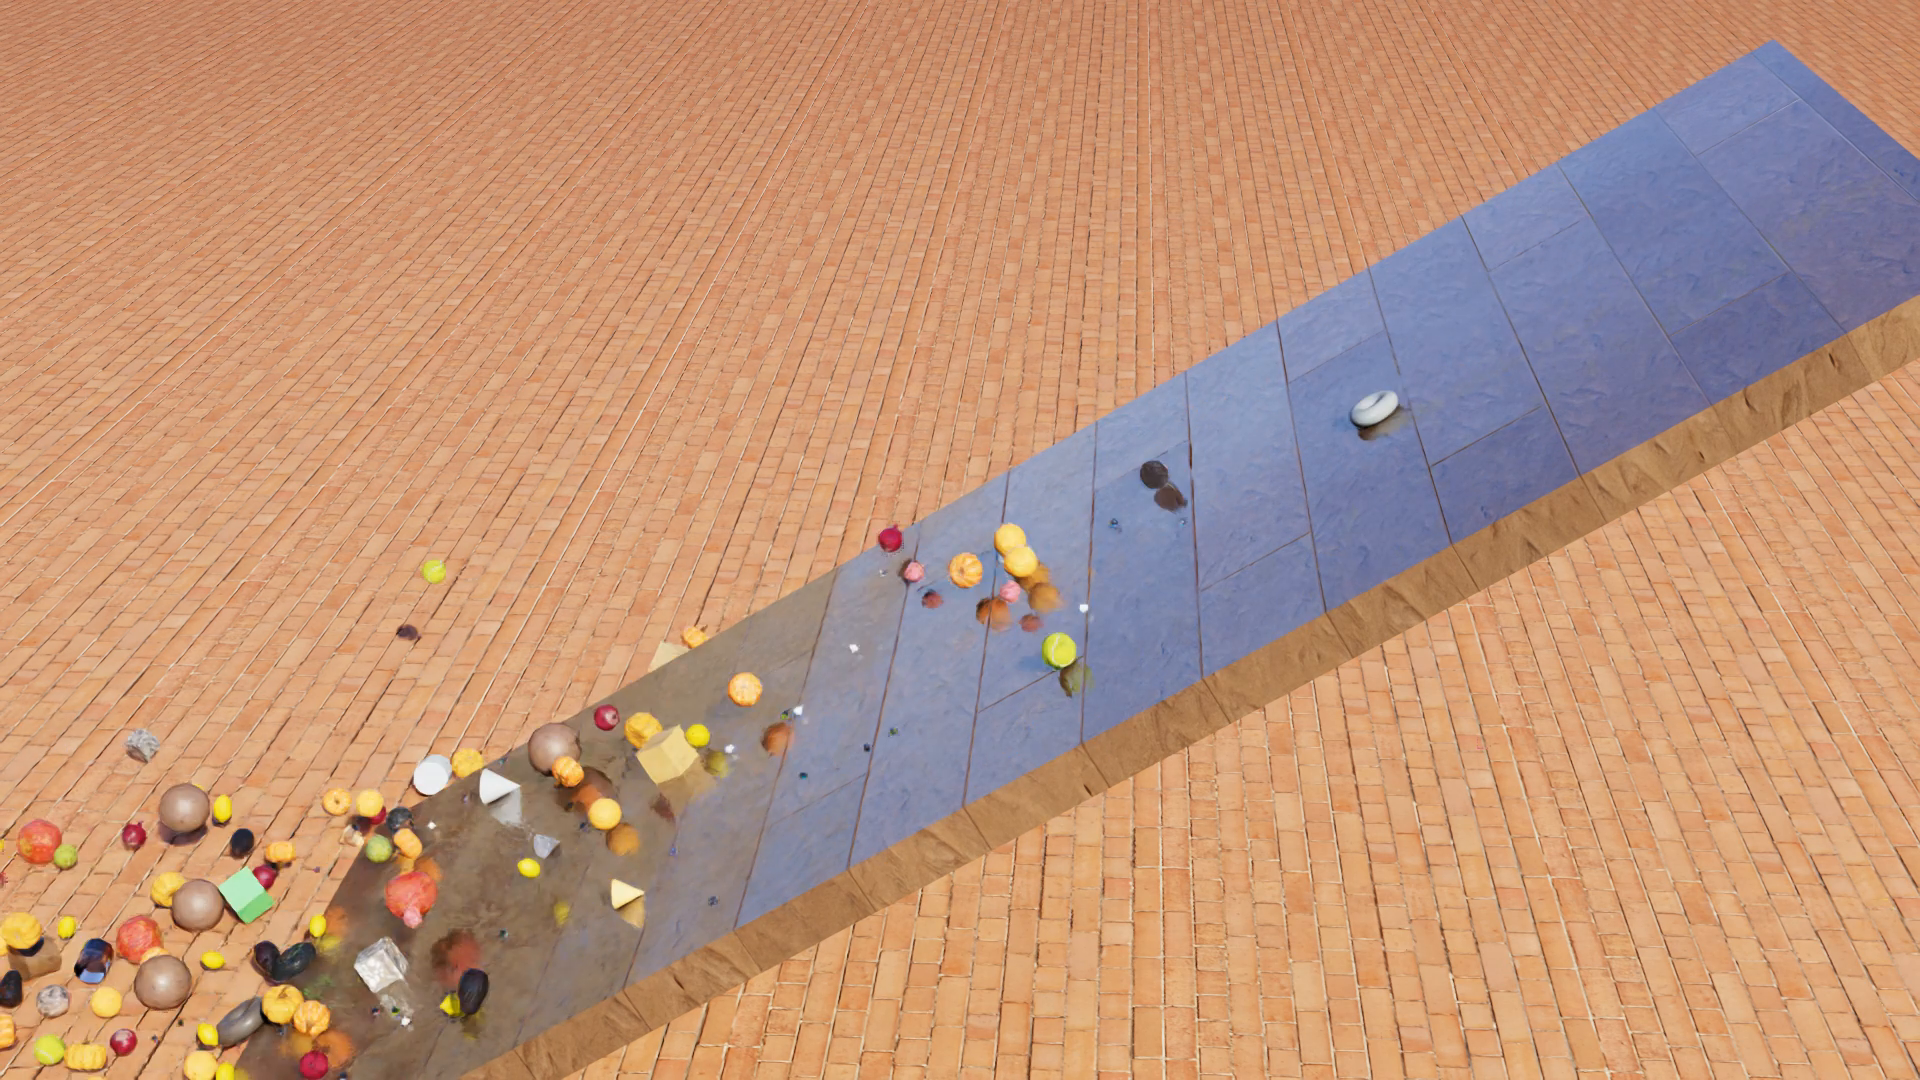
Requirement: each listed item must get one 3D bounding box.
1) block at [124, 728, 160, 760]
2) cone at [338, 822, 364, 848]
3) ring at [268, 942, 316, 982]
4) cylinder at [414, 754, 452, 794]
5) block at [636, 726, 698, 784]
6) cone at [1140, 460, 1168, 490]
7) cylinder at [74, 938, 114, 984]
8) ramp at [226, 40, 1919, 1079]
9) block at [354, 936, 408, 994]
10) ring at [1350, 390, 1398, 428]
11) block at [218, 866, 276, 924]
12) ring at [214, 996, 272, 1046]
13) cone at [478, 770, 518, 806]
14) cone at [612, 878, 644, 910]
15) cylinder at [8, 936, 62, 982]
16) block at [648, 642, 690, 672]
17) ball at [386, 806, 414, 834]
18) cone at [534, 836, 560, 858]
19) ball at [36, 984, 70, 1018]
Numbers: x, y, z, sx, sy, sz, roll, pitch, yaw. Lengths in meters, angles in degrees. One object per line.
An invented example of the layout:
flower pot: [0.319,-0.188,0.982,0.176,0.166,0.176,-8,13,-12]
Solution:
block: [-2.284,0.570,8.218,0.058,0.058,0.058,10,51,31]
cone: [-1.588,0.792,7.753,0.070,0.070,0.070,39,29,7]
ring: [-1.565,0.988,6.890,0.123,0.041,0.123,-31,16,10]
cylinder: [-1.445,0.643,8.060,0.093,0.093,0.093,0,8,-1]
block: [-0.654,0.480,6.565,0.082,0.082,0.082,-22,18,35]
cone: [0.434,-0.150,6.412,0.066,0.066,0.066,8,19,21]
cylinder: [-2.067,1.005,7.022,0.076,0.076,0.076,0,27,-1]
ramp: [0.141,0.169,6.288,4.000,0.100,2.000,-29,15,13]
block: [-1.260,0.923,6.399,0.076,0.076,0.076,-31,15,6]
ring: [0.841,-0.267,5.980,0.109,0.036,0.109,-30,16,10]
block: [-1.767,0.880,7.285,0.087,0.087,0.087,-38,65,-14]
ring: [-1.626,1.091,6.668,0.148,0.049,0.148,-32,13,8]
cone: [-1.120,0.604,7.209,0.090,0.090,0.090,-8,17,16]
cone: [-0.667,0.714,5.943,0.063,0.063,0.063,-4,19,5]
cylinder: [-2.220,1.006,7.057,0.088,0.088,0.088,16,25,38]
block: [-0.729,0.325,7.547,0.087,0.087,0.087,14,16,-44]
ball: [-1.411,0.708,7.416,0.070,0.070,0.070,0,19,0]
cone: [-0.914,0.678,6.572,0.055,0.055,0.055,18,30,41]
ball: [-2.118,1.076,6.868,0.077,0.077,0.077,0,19,0]
